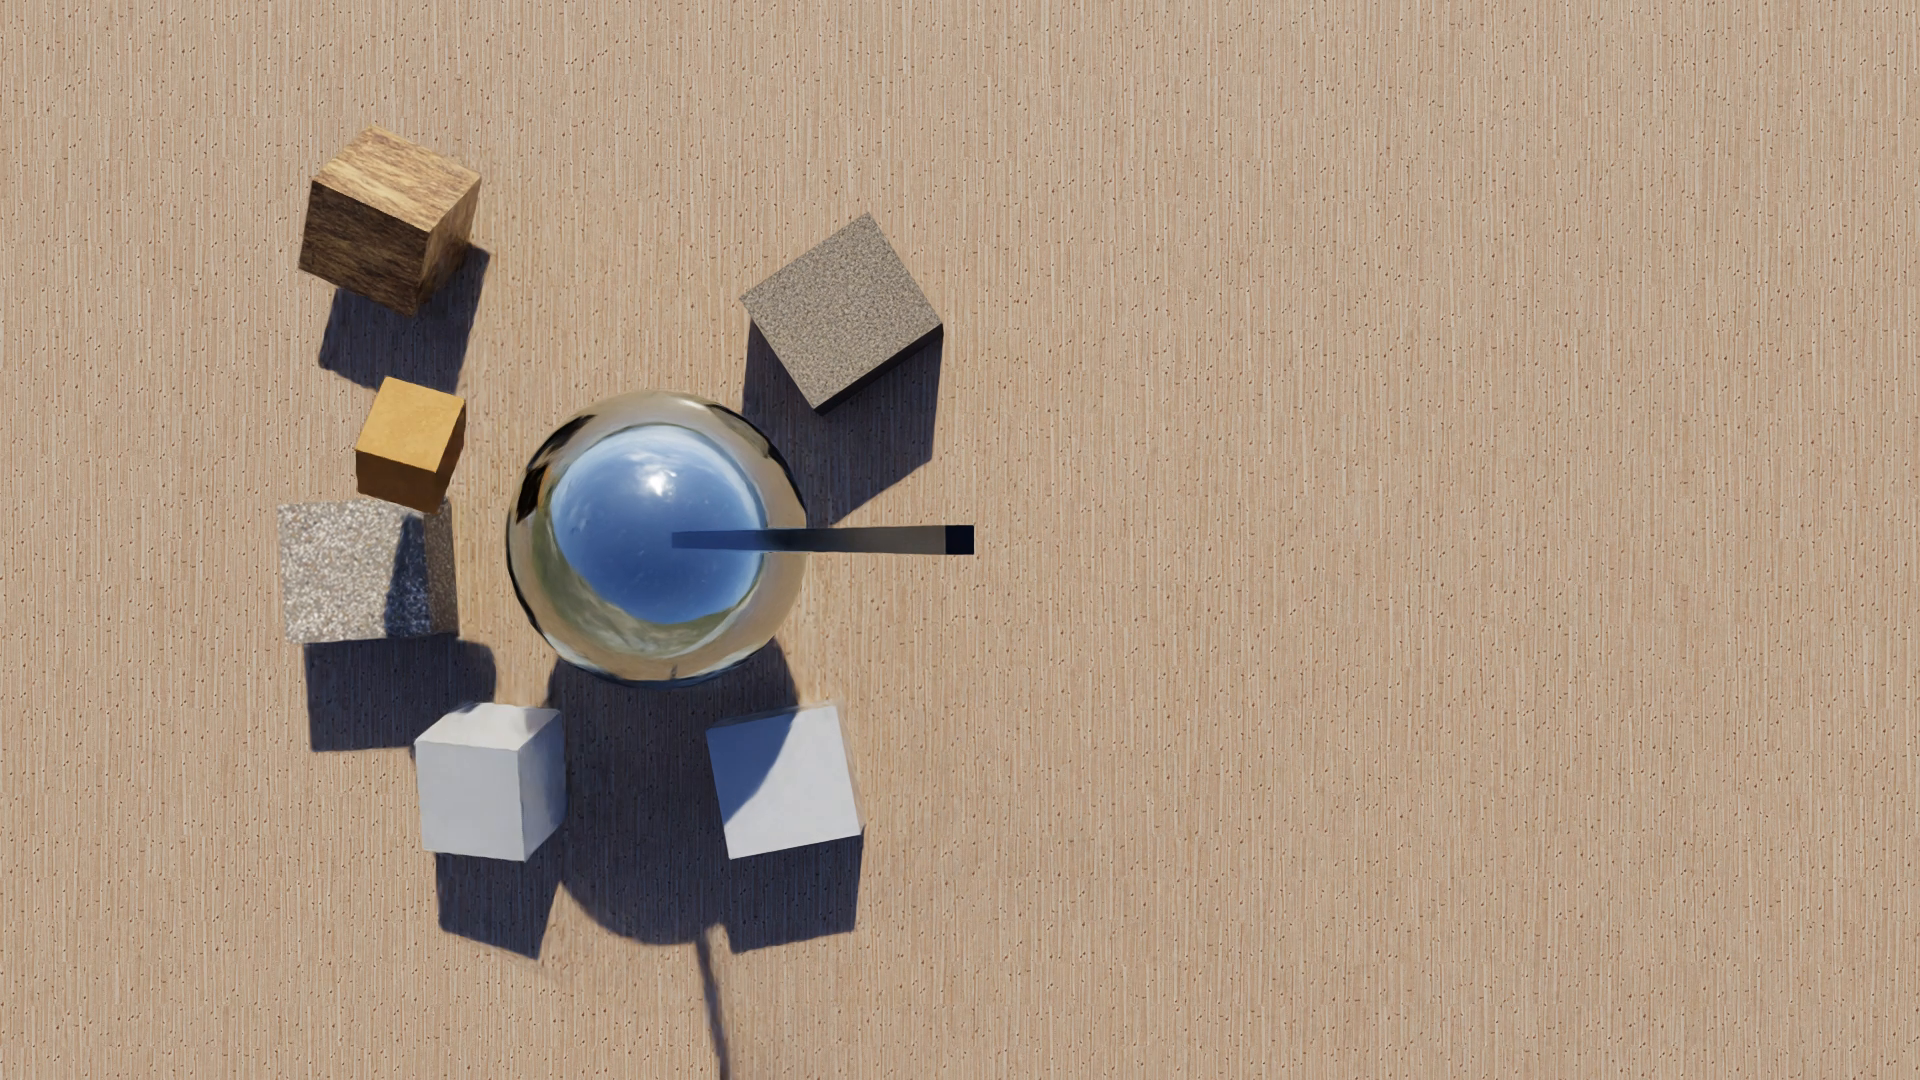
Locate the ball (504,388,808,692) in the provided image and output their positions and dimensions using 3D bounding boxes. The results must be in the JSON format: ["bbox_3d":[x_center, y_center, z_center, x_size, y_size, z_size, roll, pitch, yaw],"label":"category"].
[{"bbox_3d":[-1.605,0.000,11.677,1.600,1.600,1.600,0,90,0],"label":"ball"}]

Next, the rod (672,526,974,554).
[{"bbox_3d":[-0.695,0.000,8.401,0.080,5.200,0.080,0,90,-16],"label":"rod"}]

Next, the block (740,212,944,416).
[{"bbox_3d":[-0.665,-1.280,12.622,0.869,0.756,0.749,-34,90,0],"label":"block"}]

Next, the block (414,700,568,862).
[{"bbox_3d":[-2.660,1.367,12.539,0.617,0.601,0.675,4,108,13],"label":"block"}]

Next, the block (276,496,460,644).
[{"bbox_3d":[-3.392,0.166,12.652,0.815,0.695,0.785,-4,90,0],"label":"block"}]

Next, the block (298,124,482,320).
[{"bbox_3d":[-3.244,-1.819,12.535,0.706,0.686,0.629,24,131,0],"label":"block"}]

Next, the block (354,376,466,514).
[{"bbox_3d":[-2.870,-0.492,11.504,0.423,0.455,0.466,16,59,-4],"label":"block"}]

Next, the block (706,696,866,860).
[{"bbox_3d":[-0.993,1.357,12.660,0.746,0.680,0.737,-11,90,0],"label":"block"}]
